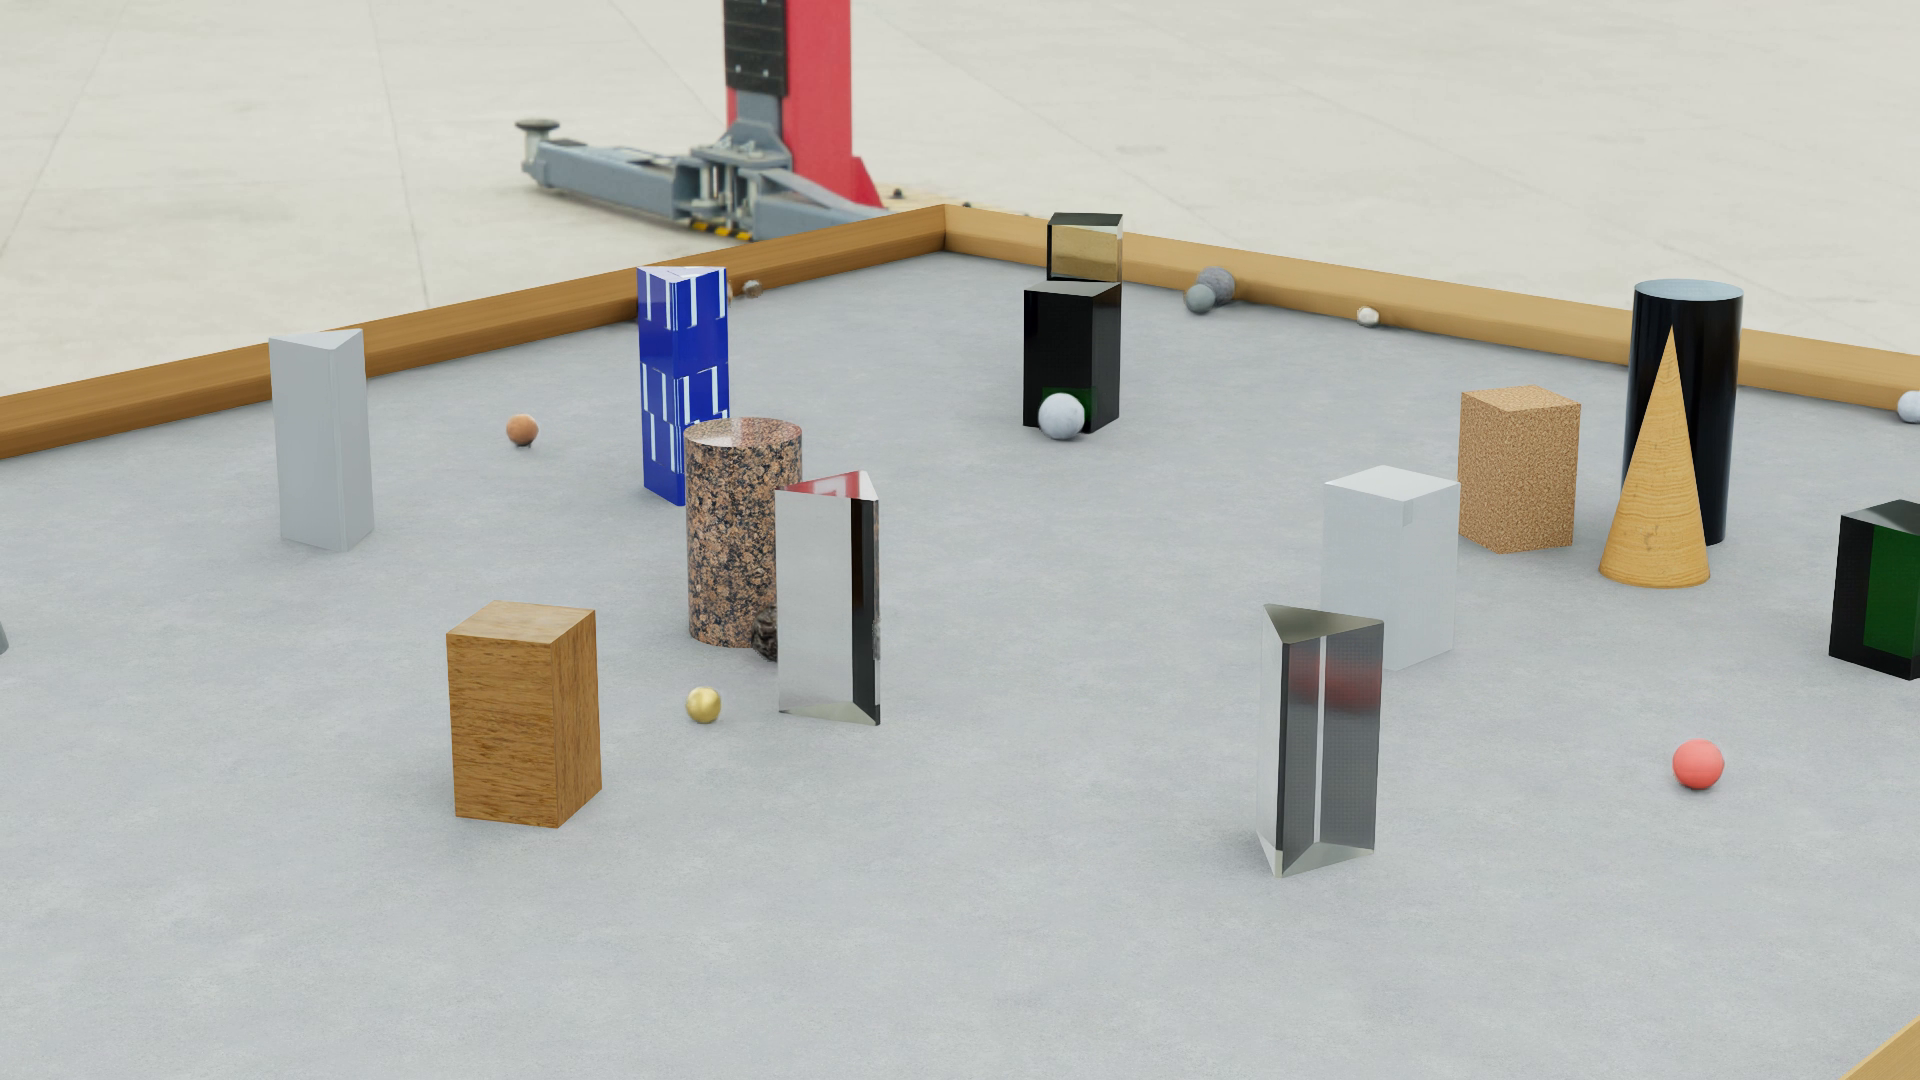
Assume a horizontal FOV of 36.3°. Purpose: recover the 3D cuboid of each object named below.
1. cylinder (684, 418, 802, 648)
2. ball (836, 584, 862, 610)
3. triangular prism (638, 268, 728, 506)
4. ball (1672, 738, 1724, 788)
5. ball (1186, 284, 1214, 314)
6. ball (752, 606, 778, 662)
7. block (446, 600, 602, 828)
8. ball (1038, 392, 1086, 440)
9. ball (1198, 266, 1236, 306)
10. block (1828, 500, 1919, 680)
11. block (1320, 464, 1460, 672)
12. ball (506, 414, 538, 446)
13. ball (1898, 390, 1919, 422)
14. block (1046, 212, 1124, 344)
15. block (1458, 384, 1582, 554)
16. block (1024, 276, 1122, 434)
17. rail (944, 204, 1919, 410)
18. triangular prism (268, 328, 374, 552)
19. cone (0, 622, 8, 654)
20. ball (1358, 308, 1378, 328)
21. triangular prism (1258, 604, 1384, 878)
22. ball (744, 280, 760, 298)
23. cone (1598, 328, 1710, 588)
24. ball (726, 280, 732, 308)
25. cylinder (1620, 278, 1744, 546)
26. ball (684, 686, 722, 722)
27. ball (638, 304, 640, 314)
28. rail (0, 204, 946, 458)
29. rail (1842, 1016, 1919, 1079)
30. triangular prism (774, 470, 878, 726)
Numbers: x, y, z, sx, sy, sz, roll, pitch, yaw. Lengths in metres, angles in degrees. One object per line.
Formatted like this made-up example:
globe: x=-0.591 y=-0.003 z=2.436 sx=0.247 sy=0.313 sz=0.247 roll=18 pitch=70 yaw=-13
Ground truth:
cylinder: x=-0.359 y=-0.014 z=4.900 sx=0.196 sy=0.345 sz=0.196 roll=0 pitch=17 yaw=0
ball: x=-0.192 y=0.099 z=5.043 sx=0.046 sy=0.046 sz=0.046 roll=0 pitch=17 yaw=0
triangular prism: x=-0.561 y=-0.307 z=5.707 sx=0.147 sy=0.440 sz=0.170 roll=10 pitch=19 yaw=29
ball: x=1.070 y=0.324 z=4.250 sx=0.072 sy=0.072 sz=0.072 roll=0 pitch=17 yaw=0
ball: x=0.598 y=-0.601 z=7.317 sx=0.073 sy=0.073 sz=0.073 roll=0 pitch=17 yaw=0
ball: x=-0.293 y=0.153 z=4.784 sx=0.093 sy=0.093 sz=0.093 roll=0 pitch=17 yaw=0
block: x=-0.617 y=0.245 z=4.162 sx=0.157 sy=0.274 sz=0.157 roll=5 pitch=17 yaw=16
ball: x=0.213 y=-0.259 z=6.139 sx=0.098 sy=0.098 sz=0.098 roll=0 pitch=17 yaw=0
ball: x=0.647 y=-0.642 z=7.410 sx=0.097 sy=0.097 sz=0.097 roll=0 pitch=17 yaw=0
block: x=1.537 y=0.079 z=4.770 sx=0.157 sy=0.241 sz=0.157 roll=-12 pitch=21 yaw=-35
block: x=0.704 y=0.044 z=4.810 sx=0.157 sy=0.286 sz=0.157 roll=16 pitch=23 yaw=42
ball: x=-0.910 y=-0.229 z=6.096 sx=0.065 sy=0.065 sz=0.065 roll=0 pitch=17 yaw=0
ball: x=2.045 y=-0.285 z=6.276 sx=0.070 sy=0.070 sz=0.070 roll=0 pitch=17 yaw=0
block: x=0.282 y=-0.550 z=6.653 sx=0.157 sy=0.359 sz=0.157 roll=2 pitch=17 yaw=7
block: x=1.030 y=-0.132 z=5.421 sx=0.157 sy=0.270 sz=0.157 roll=-6 pitch=18 yaw=-21
block: x=0.239 y=-0.396 z=6.250 sx=0.157 sy=0.296 sz=0.157 roll=8 pitch=18 yaw=24
rail: x=1.505 y=-0.469 z=6.780 sx=4.143 sy=0.127 sz=0.045 roll=14 pitch=22 yaw=39
triangular prism: x=-1.152 y=-0.191 z=5.425 sx=0.170 sy=0.381 sz=0.147 roll=12 pitch=21 yaw=35
cone: x=-1.673 y=-0.014 z=4.784 sx=0.196 sy=0.411 sz=0.196 roll=0 pitch=17 yaw=0
ball: x=1.000 y=-0.545 z=7.172 sx=0.049 sy=0.049 sz=0.049 roll=0 pitch=17 yaw=0
triangular prism: x=0.458 y=0.264 z=3.997 sx=0.170 sy=0.333 sz=0.147 roll=-11 pitch=20 yaw=-32
ball: x=-0.532 y=-0.642 z=7.503 sx=0.044 sy=0.044 sz=0.044 roll=0 pitch=17 yaw=0
cone: x=1.245 y=-0.159 z=5.192 sx=0.196 sy=0.454 sz=0.196 roll=0 pitch=17 yaw=0
ball: x=-0.616 y=-0.612 z=7.311 sx=0.098 sy=0.098 sz=0.098 roll=0 pitch=17 yaw=0
cylinder: x=1.333 y=-0.236 z=5.427 sx=0.196 sy=0.464 sz=0.196 roll=0 pitch=17 yaw=0
ball: x=-0.396 y=0.253 z=4.513 sx=0.056 sy=0.056 sz=0.056 roll=0 pitch=17 yaw=0
ball: x=-0.756 y=-0.569 z=7.215 sx=0.071 sy=0.071 sz=0.071 roll=0 pitch=17 yaw=0
rail: x=-1.546 y=-0.356 z=6.405 sx=0.045 sy=0.127 sz=4.640 roll=14 pitch=22 yaw=39
rail: x=1.546 y=0.419 z=3.835 sx=0.045 sy=0.127 sz=4.640 roll=14 pitch=22 yaw=39
triangular prism: x=-0.177 y=0.084 z=4.548 sx=0.170 sy=0.360 sz=0.147 roll=6 pitch=18 yaw=20
